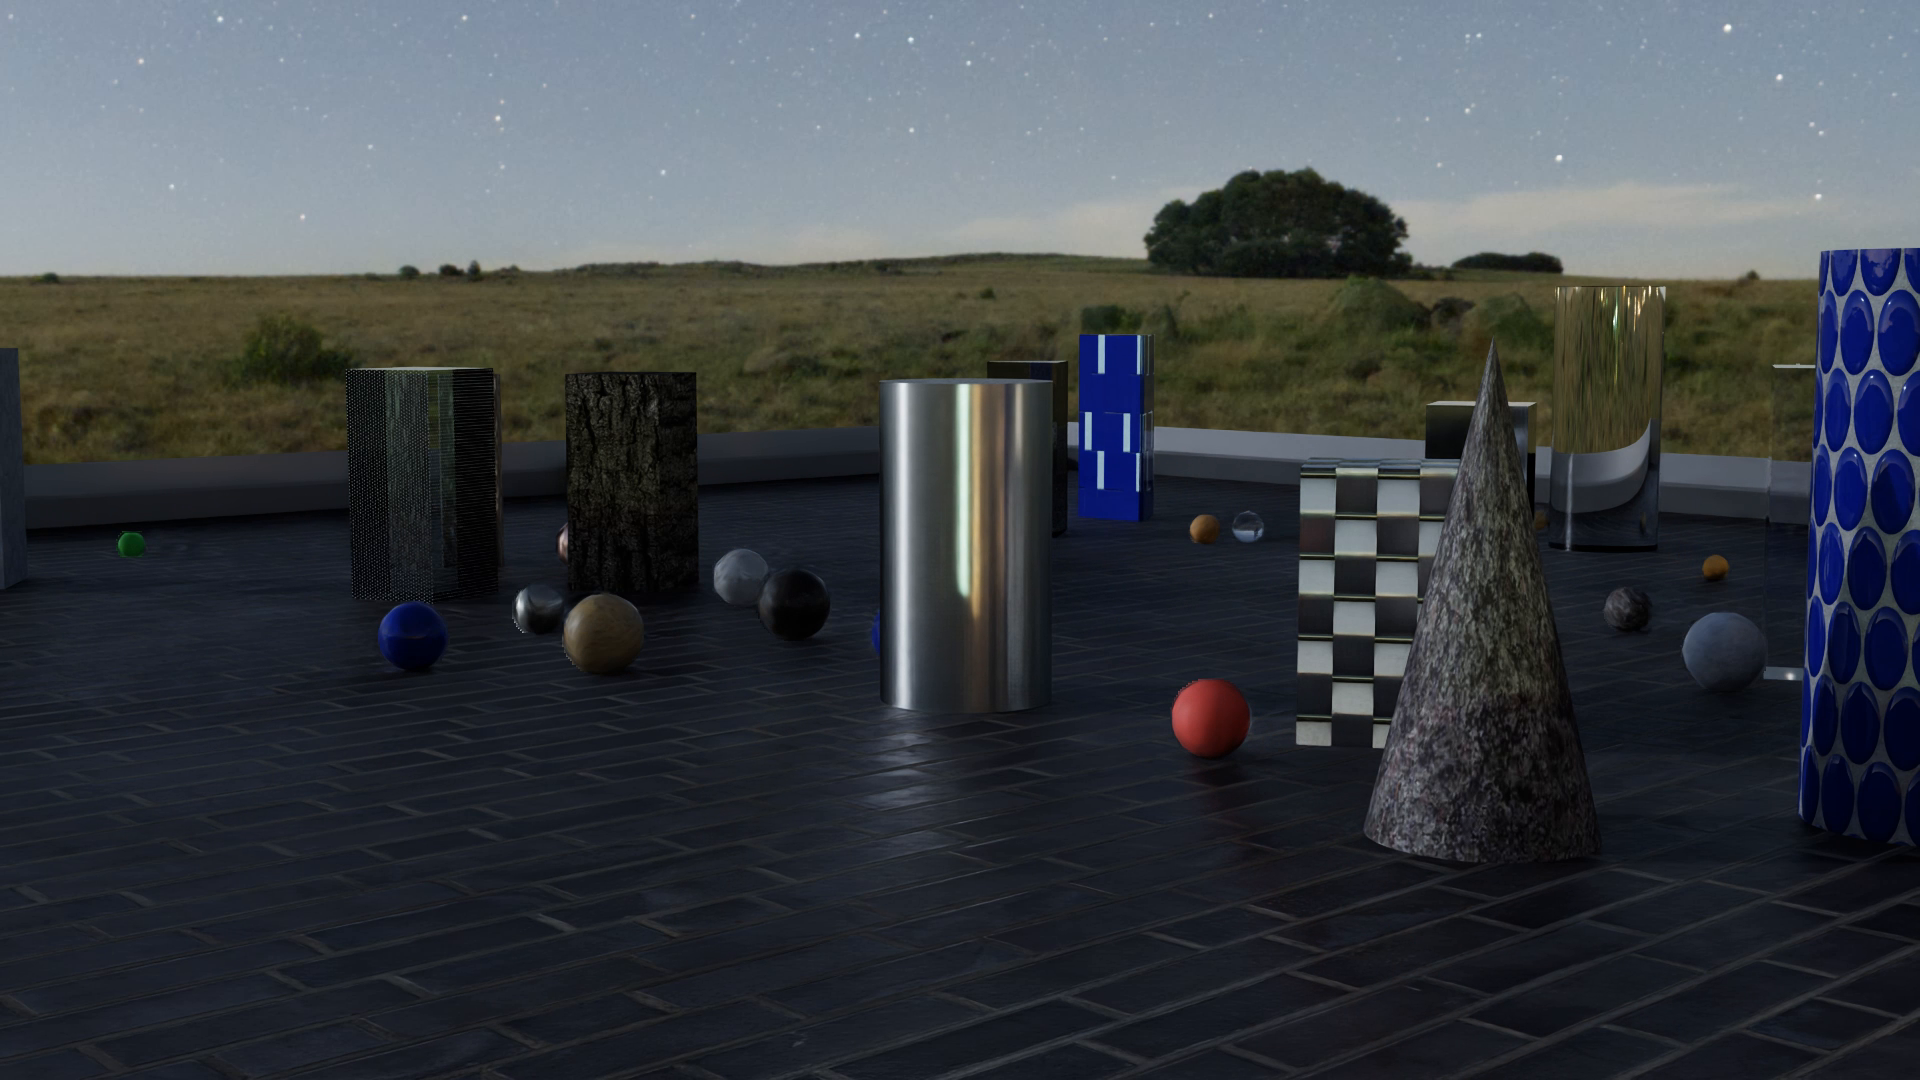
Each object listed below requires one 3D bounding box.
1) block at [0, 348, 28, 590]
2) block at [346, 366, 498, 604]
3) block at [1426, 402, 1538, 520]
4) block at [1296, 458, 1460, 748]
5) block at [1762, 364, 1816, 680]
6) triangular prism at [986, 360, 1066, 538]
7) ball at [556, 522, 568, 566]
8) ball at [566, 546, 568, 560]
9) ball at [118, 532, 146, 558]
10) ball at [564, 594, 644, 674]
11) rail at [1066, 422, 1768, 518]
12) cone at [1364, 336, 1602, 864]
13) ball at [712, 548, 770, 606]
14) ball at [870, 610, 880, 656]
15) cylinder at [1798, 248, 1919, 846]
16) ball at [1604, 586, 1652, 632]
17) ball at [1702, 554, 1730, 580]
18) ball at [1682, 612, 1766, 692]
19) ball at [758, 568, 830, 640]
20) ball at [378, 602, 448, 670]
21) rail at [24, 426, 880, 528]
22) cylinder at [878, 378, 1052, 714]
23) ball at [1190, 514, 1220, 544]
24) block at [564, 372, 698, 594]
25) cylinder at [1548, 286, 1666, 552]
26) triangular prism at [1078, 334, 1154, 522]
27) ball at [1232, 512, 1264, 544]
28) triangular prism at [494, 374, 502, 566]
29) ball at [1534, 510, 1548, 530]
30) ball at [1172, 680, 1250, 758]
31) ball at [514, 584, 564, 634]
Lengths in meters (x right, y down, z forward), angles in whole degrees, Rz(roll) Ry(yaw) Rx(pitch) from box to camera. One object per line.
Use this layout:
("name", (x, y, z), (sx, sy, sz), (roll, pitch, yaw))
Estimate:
("block", (-1.625, -0.118, 3.572), (0.159, 0.383, 0.159), (-1, 6, -10))
("block", (-0.839, -0.090, 3.437), (0.159, 0.355, 0.159), (3, 7, 25))
("block", (0.844, -0.074, 3.567), (0.159, 0.295, 0.159), (2, 6, 19))
("block", (0.441, 0.062, 2.309), (0.159, 0.286, 0.159), (1, 6, 12))
("block", (1.076, -0.024, 2.699), (0.159, 0.376, 0.159), (2, 6, 19))
("triangular prism", (0.168, -0.187, 4.425), (0.172, 0.343, 0.149), (5, 8, 40))
("ball", (-0.652, 0.007, 3.787), (0.089, 0.089, 0.089), (0, 6, 0))
("ball", (-0.627, 0.022, 3.710), (0.075, 0.075, 0.075), (0, 6, 0))
("ball", (-1.500, 0.008, 3.982), (0.046, 0.046, 0.046), (0, 6, 0))
("ball", (-0.437, 0.115, 2.704), (0.099, 0.099, 0.099), (0, 6, 0))
("rail", (1.605, -0.120, 4.805), (0.045, 0.129, 4.308), (-5, 8, -42))
("cone", (0.445, 0.040, 1.854), (0.198, 0.425, 0.198), (0, 6, 0))
("ball", (-0.330, 0.057, 3.325), (0.086, 0.086, 0.086), (0, 6, 0))
("ball", (-0.066, 0.116, 2.739), (0.089, 0.089, 0.089), (0, 6, 0))
("cylinder", (0.838, 0.000, 1.898), (0.198, 0.495, 0.198), (0, 6, 0))
("ball", (0.930, 0.096, 3.057), (0.064, 0.064, 0.064), (0, 6, 0))
("ball", (1.252, 0.046, 3.643), (0.042, 0.042, 0.042), (0, 6, 0))
("ball", (0.898, 0.131, 2.582), (0.093, 0.093, 0.093), (0, 6, 0))
("ball", (-0.225, 0.086, 2.983), (0.098, 0.098, 0.098), (0, 6, 0))
("ball", (-0.680, 0.120, 2.731), (0.084, 0.084, 0.084), (0, 6, 0))
("rail", (-1.445, -0.129, 4.889), (4.415, 0.129, 0.045), (-5, 8, -42))
("cylinder", (0.007, 0.001, 2.520), (0.198, 0.365, 0.198), (0, 6, 0))
("ball", (0.469, -0.021, 4.206), (0.058, 0.058, 0.058), (0, 6, 0))
("block", (-0.528, -0.097, 3.553), (0.159, 0.344, 0.159), (2, 6, 15))
("cylinder", (1.214, -0.230, 4.130), (0.198, 0.489, 0.198), (0, 6, 0))
("triangular prism", (0.371, -0.247, 4.754), (0.172, 0.393, 0.149), (5, 8, 42))
("ball", (0.552, -0.024, 4.223), (0.061, 0.061, 0.061), (0, 6, 0))
("triangular prism", (-0.880, -0.129, 3.906), (0.172, 0.335, 0.149), (0, 6, 4))
("ball", (1.172, -0.040, 4.464), (0.042, 0.042, 0.042), (0, 6, 0))
("ball", (0.250, 0.179, 2.195), (0.078, 0.078, 0.078), (0, 6, 0))
("ball", (-0.582, 0.095, 3.040), (0.069, 0.069, 0.069), (0, 6, 0))
